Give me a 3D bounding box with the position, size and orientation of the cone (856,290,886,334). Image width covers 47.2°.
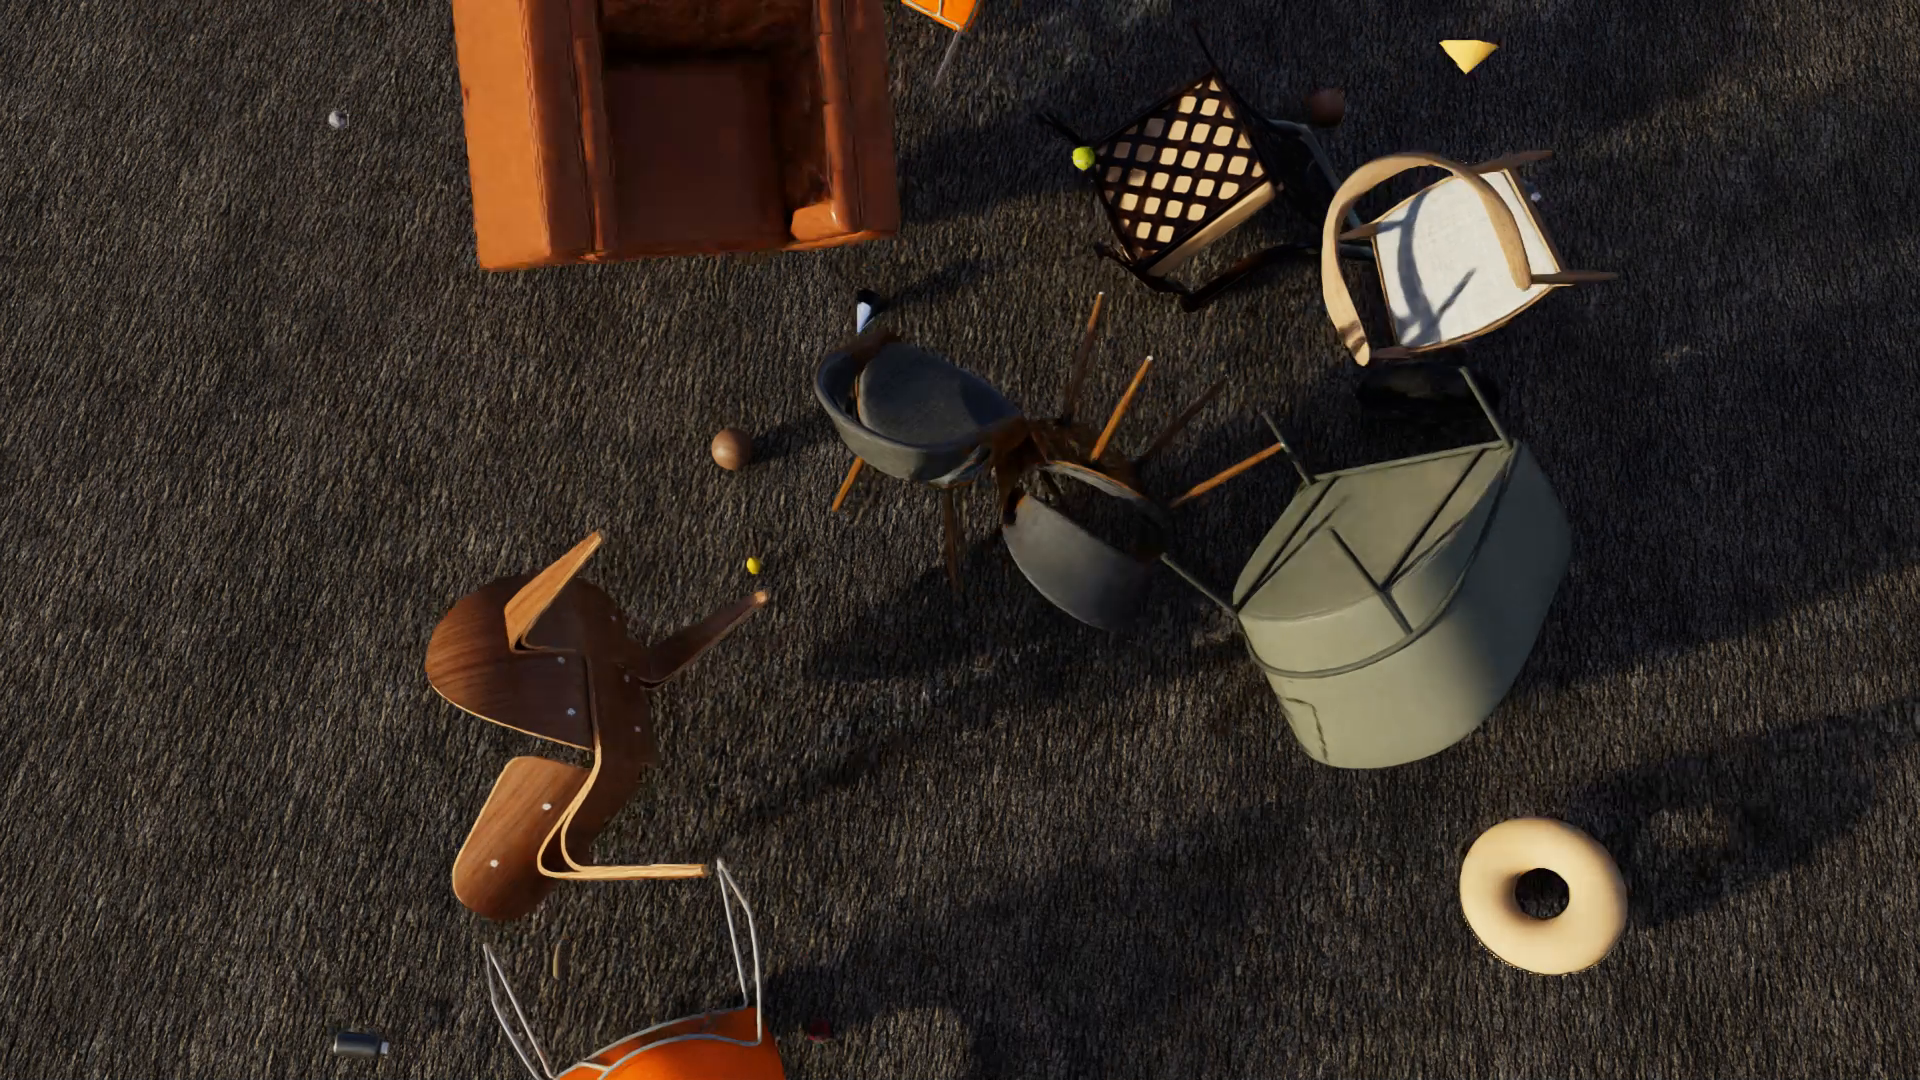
[{"bbox_3d":[-0.305,-0.707,6.985,0.105,0.090,0.156,31,52,-14],"label":"cone"}]

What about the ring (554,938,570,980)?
[{"bbox_3d":[-0.966,1.016,5.333,0.025,0.091,0.102,7,59,2],"label":"ring"}]

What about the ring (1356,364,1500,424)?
[{"bbox_3d":[1.428,-0.445,6.710,0.448,0.279,0.116,4,69,-8],"label":"ring"}]

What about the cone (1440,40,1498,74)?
[{"bbox_3d":[1.596,-1.511,6.918,0.183,0.161,0.092,5,93,-4],"label":"cone"}]

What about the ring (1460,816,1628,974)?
[{"bbox_3d":[1.536,0.933,5.801,0.403,0.119,0.465,-50,52,-2],"label":"ring"}]

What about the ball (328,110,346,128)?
[{"bbox_3d":[-1.805,-1.222,6.381,0.051,0.051,0.051,0,56,0],"label":"ball"}]
